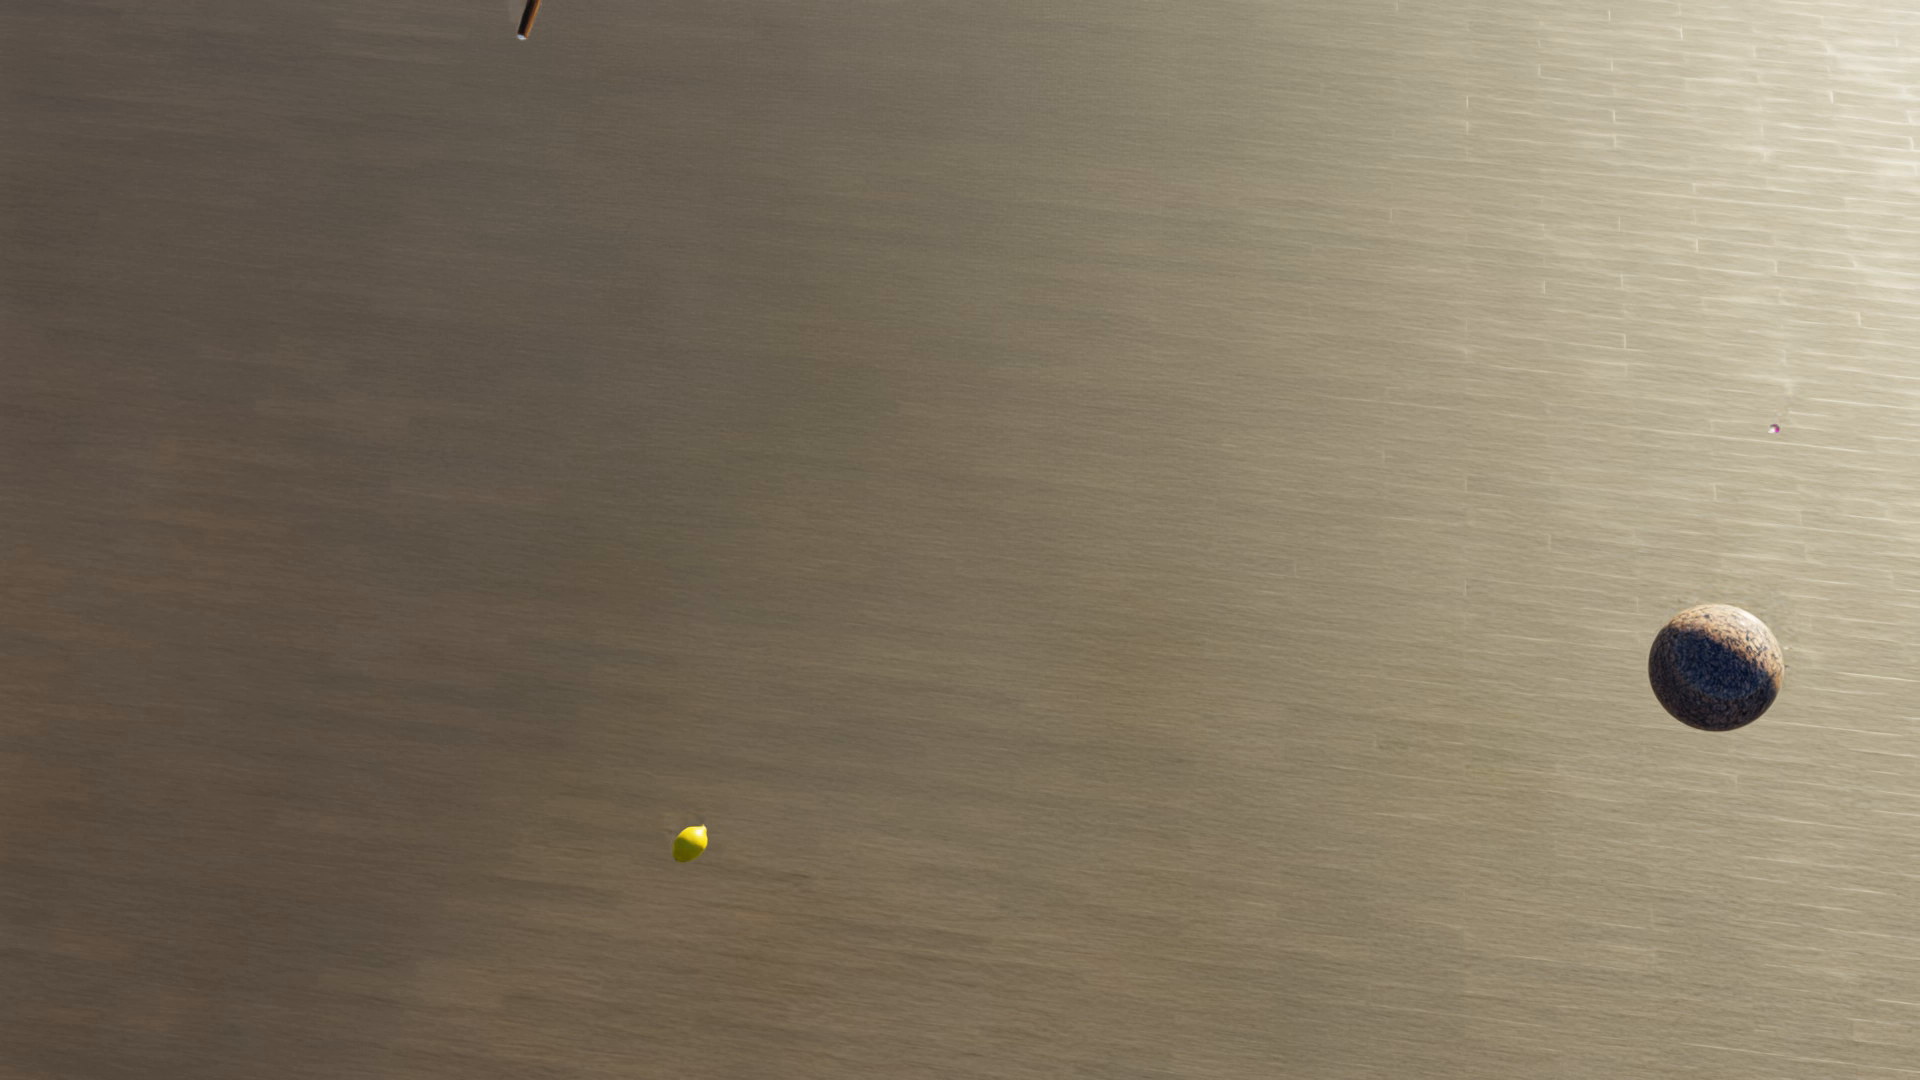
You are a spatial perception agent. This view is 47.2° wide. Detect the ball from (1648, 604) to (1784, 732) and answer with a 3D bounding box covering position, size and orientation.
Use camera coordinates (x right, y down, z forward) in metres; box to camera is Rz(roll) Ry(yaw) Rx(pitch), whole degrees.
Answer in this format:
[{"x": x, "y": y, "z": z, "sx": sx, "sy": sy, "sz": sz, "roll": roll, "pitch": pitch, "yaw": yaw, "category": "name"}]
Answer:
[{"x": 1.334, "y": 0.226, "z": 3.884, "sx": 0.227, "sy": 0.227, "sz": 0.227, "roll": 0, "pitch": 56, "yaw": 0, "category": "ball"}]
